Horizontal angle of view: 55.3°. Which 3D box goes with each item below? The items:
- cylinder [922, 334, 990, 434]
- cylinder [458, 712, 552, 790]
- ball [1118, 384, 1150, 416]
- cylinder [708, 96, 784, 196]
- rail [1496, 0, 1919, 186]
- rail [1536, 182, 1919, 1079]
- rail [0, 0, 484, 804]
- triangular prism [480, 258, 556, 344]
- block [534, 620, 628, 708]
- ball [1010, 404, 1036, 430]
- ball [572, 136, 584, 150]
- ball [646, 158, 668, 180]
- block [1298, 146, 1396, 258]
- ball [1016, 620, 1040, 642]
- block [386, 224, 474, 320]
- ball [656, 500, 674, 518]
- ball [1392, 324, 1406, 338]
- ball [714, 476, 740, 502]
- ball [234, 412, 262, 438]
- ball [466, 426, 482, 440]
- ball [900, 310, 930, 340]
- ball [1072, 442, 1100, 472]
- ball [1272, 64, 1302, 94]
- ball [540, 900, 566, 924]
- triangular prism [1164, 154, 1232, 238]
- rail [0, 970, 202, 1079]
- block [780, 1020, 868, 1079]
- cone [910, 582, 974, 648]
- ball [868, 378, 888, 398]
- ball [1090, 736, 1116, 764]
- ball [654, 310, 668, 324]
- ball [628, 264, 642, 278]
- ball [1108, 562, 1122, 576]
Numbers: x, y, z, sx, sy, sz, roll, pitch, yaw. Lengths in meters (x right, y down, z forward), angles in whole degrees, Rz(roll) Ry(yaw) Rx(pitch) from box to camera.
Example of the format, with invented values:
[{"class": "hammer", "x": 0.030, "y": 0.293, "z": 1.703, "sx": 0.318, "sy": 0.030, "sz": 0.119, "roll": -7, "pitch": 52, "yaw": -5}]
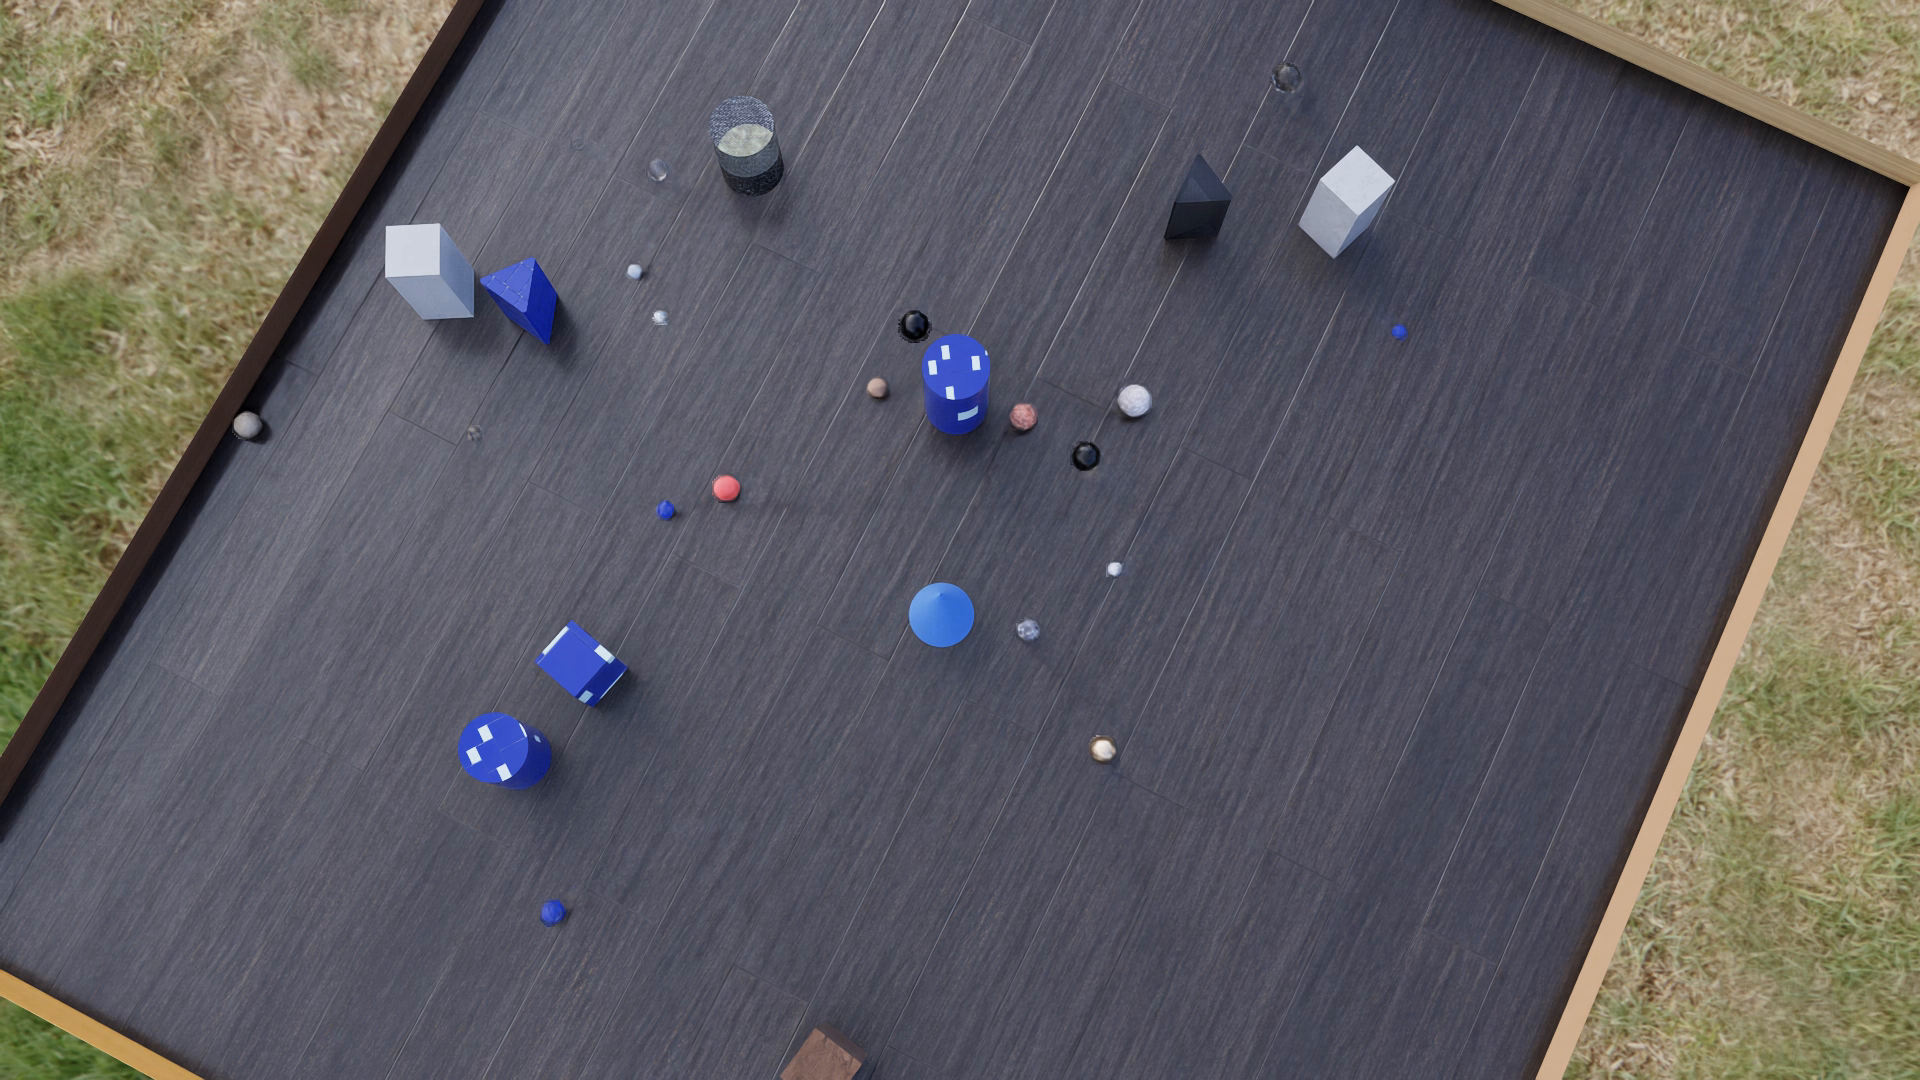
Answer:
[{"class": "cylinder", "x": -0.011, "y": -0.463, "z": 5.512, "sx": 0.198, "sy": 0.393, "sz": 0.198, "roll": 0, "pitch": 78, "yaw": 0}, {"class": "cylinder", "x": -1.321, "y": 0.618, "z": 5.335, "sx": 0.198, "sy": 0.300, "sz": 0.198, "roll": 0, "pitch": 78, "yaw": 0}, {"class": "ball", "x": 0.539, "y": -0.430, "z": 5.655, "sx": 0.099, "sy": 0.099, "sz": 0.099, "roll": 0, "pitch": 78, "yaw": 0}, {"class": "cylinder", "x": -0.663, "y": -1.224, "z": 5.710, "sx": 0.198, "sy": 0.313, "sz": 0.198, "roll": 0, "pitch": 78, "yaw": 0}, {"class": "rail", "x": 1.068, "y": -2.085, "z": 5.981, "sx": 4.433, "sy": 0.129, "sz": 0.045, "roll": 26, "pitch": 80, "yaw": 5}, {"class": "rail", "x": 1.961, "y": 0.967, "z": 5.350, "sx": 0.045, "sy": 0.129, "sz": 4.824, "roll": 26, "pitch": 80, "yaw": 5}, {"class": "rail", "x": -1.961, "y": -0.953, "z": 5.747, "sx": 0.045, "sy": 0.129, "sz": 4.824, "roll": 26, "pitch": 80, "yaw": 5}, {"class": "triangular prism", "x": -1.317, "y": -0.752, "z": 5.614, "sx": 0.172, "sy": 0.311, "sz": 0.149, "roll": 35, "pitch": 80, "yaw": 7}, {"class": "block", "x": -1.113, "y": 0.367, "z": 5.403, "sx": 0.159, "sy": 0.269, "sz": 0.159, "roll": 40, "pitch": 81, "yaw": 8}, {"class": "ball", "x": 0.195, "y": -0.380, "z": 5.654, "sx": 0.081, "sy": 0.081, "sz": 0.081, "roll": 0, "pitch": 78, "yaw": 0}, {"class": "ball", "x": -1.220, "y": -1.271, "z": 5.859, "sx": 0.041, "sy": 0.041, "sz": 0.041, "roll": 0, "pitch": 78, "yaw": 0}, {"class": "ball", "x": -0.962, "y": -1.179, "z": 5.824, "sx": 0.071, "sy": 0.071, "sz": 0.071, "roll": 0, "pitch": 78, "yaw": 0}, {"class": "block", "x": 1.186, "y": -1.036, "z": 5.645, "sx": 0.159, "sy": 0.365, "sz": 0.159, "roll": -43, "pitch": 81, "yaw": -8}, {"class": "ball", "x": 0.206, "y": 0.273, "z": 5.525, "sx": 0.068, "sy": 0.068, "sz": 0.068, "roll": 0, "pitch": 78, "yaw": 0}, {"class": "block", "x": -1.612, "y": -0.814, "z": 5.587, "sx": 0.159, "sy": 0.388, "sz": 0.159, "roll": -3, "pitch": 78, "yaw": -1}, {"class": "ball", "x": -0.901, "y": -0.093, "z": 5.608, "sx": 0.055, "sy": 0.055, "sz": 0.055, "roll": 0, "pitch": 78, "yaw": 0}, {"class": "ball", "x": 1.373, "y": -0.652, "z": 5.729, "sx": 0.044, "sy": 0.044, "sz": 0.044, "roll": 0, "pitch": 78, "yaw": 0}, {"class": "ball", "x": -0.713, "y": -0.159, "z": 5.609, "sx": 0.080, "sy": 0.080, "sz": 0.080, "roll": 0, "pitch": 78, "yaw": 0}, {"class": "ball", "x": -2.196, "y": -0.356, "z": 5.648, "sx": 0.083, "sy": 0.083, "sz": 0.083, "roll": 0, "pitch": 78, "yaw": 0}, {"class": "ball", "x": -1.501, "y": -0.329, "z": 5.663, "sx": 0.043, "sy": 0.043, "sz": 0.043, "roll": 0, "pitch": 78, "yaw": 0}, {"class": "ball", "x": -0.141, "y": -0.669, "z": 5.708, "sx": 0.093, "sy": 0.093, "sz": 0.093, "roll": 0, "pitch": 78, "yaw": 0}, {"class": "ball", "x": 0.387, "y": -0.256, "z": 5.623, "sx": 0.091, "sy": 0.091, "sz": 0.091, "roll": 0, "pitch": 78, "yaw": 0}, {"class": "ball", "x": 1.049, "y": -1.479, "z": 5.875, "sx": 0.095, "sy": 0.095, "sz": 0.095, "roll": 0, "pitch": 78, "yaw": 0}, {"class": "ball", "x": -1.189, "y": 1.088, "z": 5.356, "sx": 0.070, "sy": 0.070, "sz": 0.070, "roll": 0, "pitch": 78, "yaw": 0}, {"class": "triangular prism", "x": 0.729, "y": -1.065, "z": 5.682, "sx": 0.172, "sy": 0.303, "sz": 0.149, "roll": -4, "pitch": 78, "yaw": -1}, {"class": "rail", "x": -1.068, "y": 2.098, "z": 5.115, "sx": 4.433, "sy": 0.129, "sz": 0.045, "roll": 26, "pitch": 80, "yaw": 5}, {"class": "block", "x": -0.376, "y": 1.469, "z": 5.127, "sx": 0.159, "sy": 0.364, "sz": 0.159, "roll": 36, "pitch": 81, "yaw": 7}, {"class": "cone", "x": -0.056, "y": 0.189, "z": 5.387, "sx": 0.198, "sy": 0.372, "sz": 0.198, "roll": 0, "pitch": 78, "yaw": 0}, {"class": "ball", "x": -0.254, "y": -0.473, "z": 5.683, "sx": 0.061, "sy": 0.061, "sz": 0.061, "roll": 0, "pitch": 78, "yaw": 0}, {"class": "ball", "x": 0.425, "y": 0.624, "z": 5.447, "sx": 0.079, "sy": 0.079, "sz": 0.079, "roll": 0, "pitch": 78, "yaw": 0}, {"class": "ball", "x": -0.937, "y": -0.700, "z": 5.741, "sx": 0.041, "sy": 0.041, "sz": 0.041, "roll": 0, "pitch": 78, "yaw": 0}, {"class": "ball", "x": -1.023, "y": -0.845, "z": 5.768, "sx": 0.046, "sy": 0.046, "sz": 0.046, "roll": 0, "pitch": 78, "yaw": 0}, {"class": "ball", "x": 0.471, "y": 0.089, "z": 5.575, "sx": 0.045, "sy": 0.045, "sz": 0.045, "roll": 0, "pitch": 78, "yaw": 0}]
